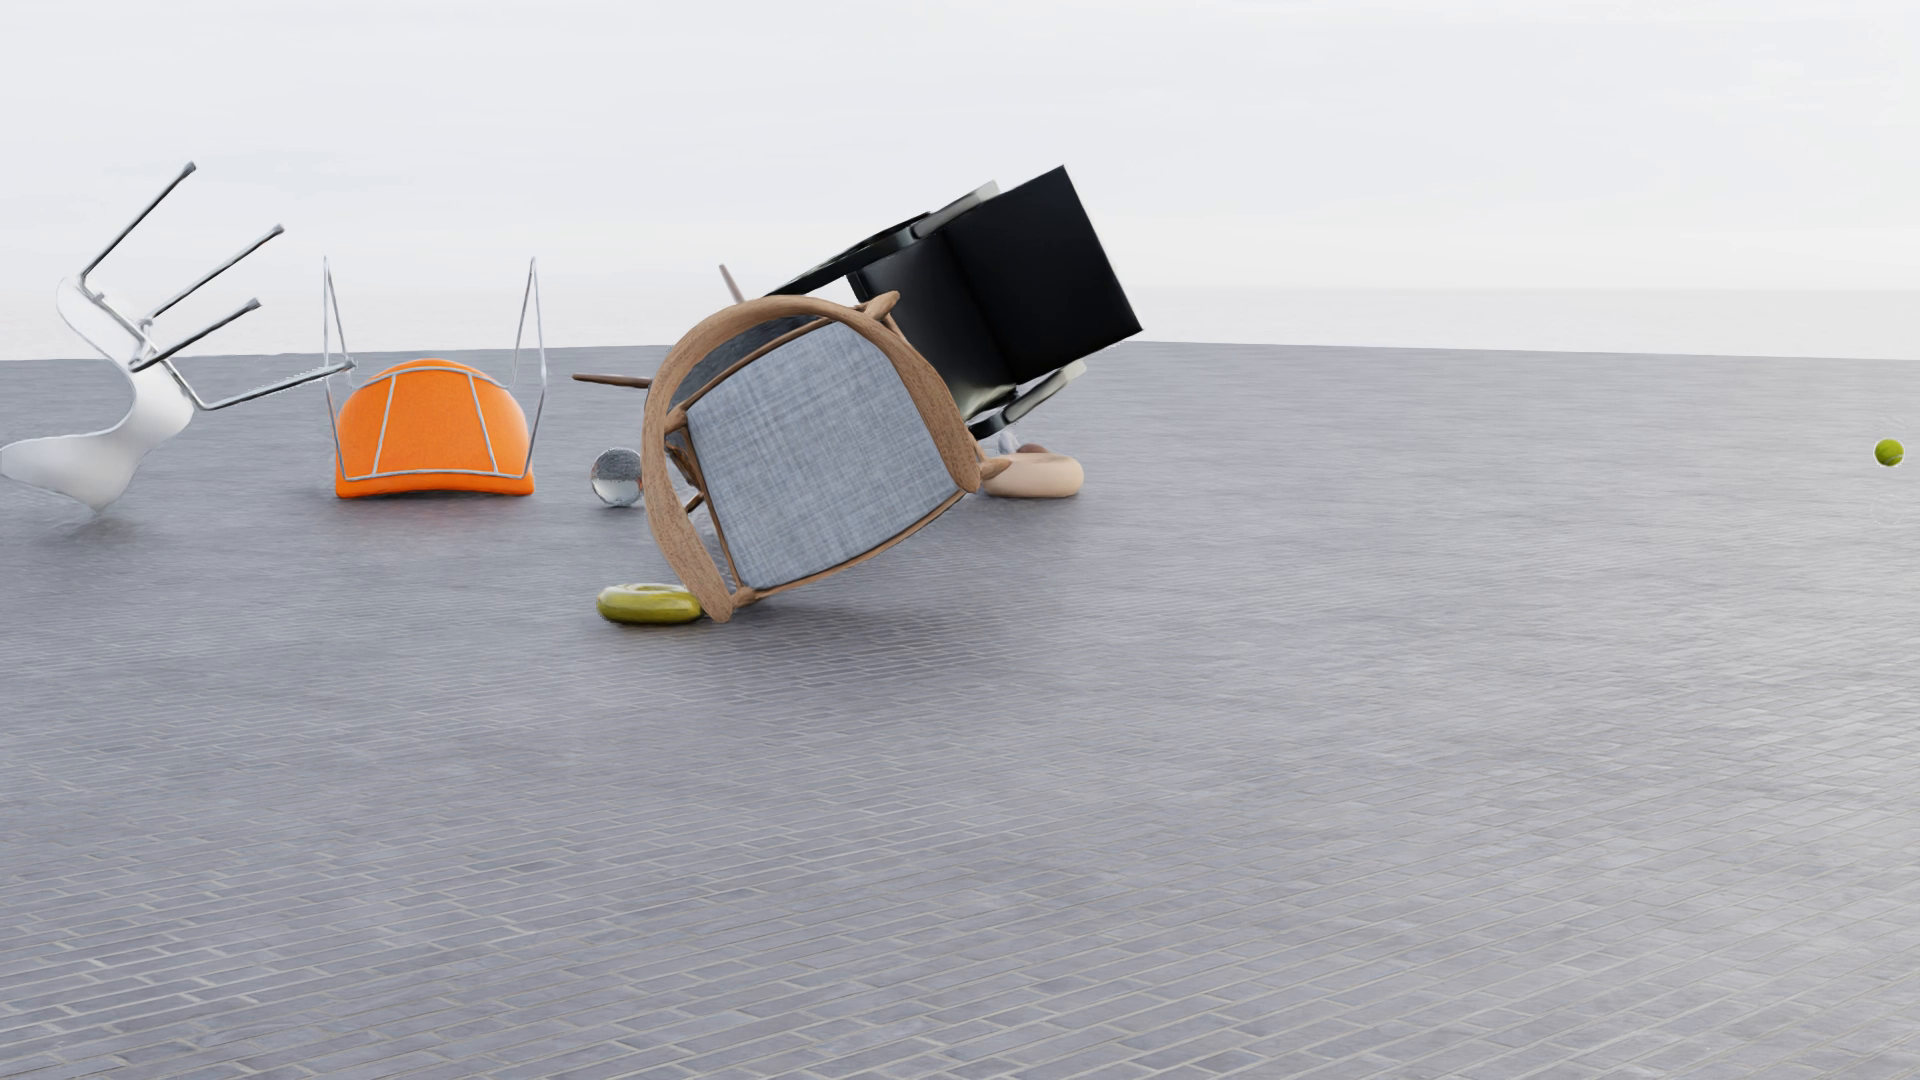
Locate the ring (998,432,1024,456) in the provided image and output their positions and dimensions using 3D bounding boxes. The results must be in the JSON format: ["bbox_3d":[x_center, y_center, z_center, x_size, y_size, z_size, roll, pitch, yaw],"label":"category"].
[{"bbox_3d":[0.173,-0.289,8.559,0.048,0.142,0.259,-30,14,11],"label":"ring"}]

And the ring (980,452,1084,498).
[{"bbox_3d":[0.217,-0.191,7.713,0.333,0.114,0.288,-8,13,-42],"label":"ring"}]

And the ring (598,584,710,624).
[{"bbox_3d":[-0.588,0.122,4.924,0.216,0.062,0.261,1,4,-5],"label":"ring"}]

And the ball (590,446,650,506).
[{"bbox_3d":[-0.972,-0.181,7.341,0.170,0.170,0.170,0,6,0],"label":"ball"}]
